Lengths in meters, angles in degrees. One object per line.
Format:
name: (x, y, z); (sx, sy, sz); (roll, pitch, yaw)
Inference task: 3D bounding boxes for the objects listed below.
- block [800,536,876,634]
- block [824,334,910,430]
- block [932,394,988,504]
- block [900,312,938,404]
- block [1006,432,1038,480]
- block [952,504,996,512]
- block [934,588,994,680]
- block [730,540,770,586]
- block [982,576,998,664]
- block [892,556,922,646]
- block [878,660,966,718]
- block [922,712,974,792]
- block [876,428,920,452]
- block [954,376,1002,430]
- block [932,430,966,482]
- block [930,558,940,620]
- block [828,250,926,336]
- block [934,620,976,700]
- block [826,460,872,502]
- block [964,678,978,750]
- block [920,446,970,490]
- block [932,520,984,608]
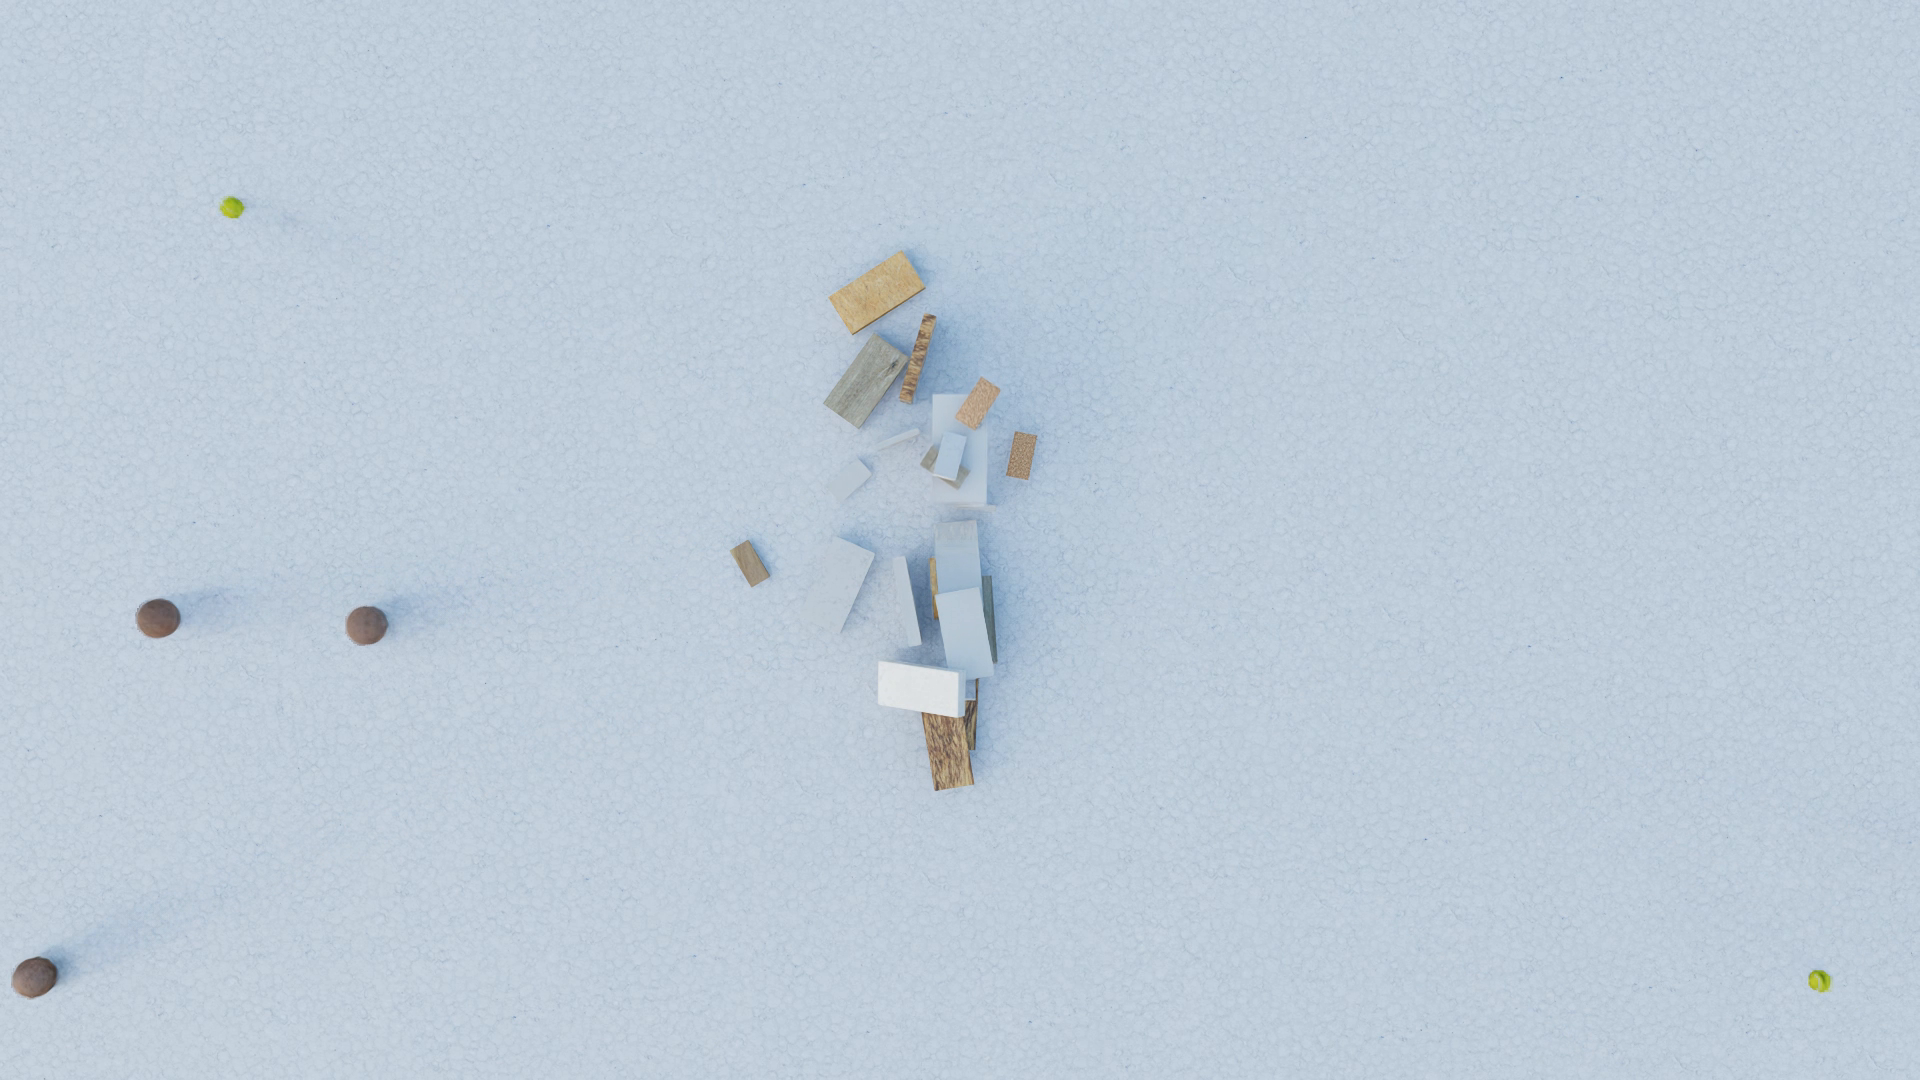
block: (-0.406, 0.149, 5.479); (0.146, 0.041, 0.292); (24, 90, 0)
block: (-0.310, -0.527, 5.479); (0.145, 0.041, 0.290); (36, 90, 0)
block: (-0.001, -0.284, 5.139); (0.168, 0.048, 0.337); (1, 90, 0)
block: (-0.137, -0.594, 5.428); (0.041, 0.145, 0.290); (17, 90, 0)
block: (0.205, -0.281, 5.489); (0.075, 0.021, 0.150); (11, 90, 0)
block: (0.049, -0.110, 5.464); (0.142, 0.071, 0.020); (6, 90, 0)
block: (0.015, 0.308, 5.367); (0.145, 0.041, 0.290); (-10, 89, -1)
block: (-0.699, 0.078, 5.490); (0.072, 0.020, 0.143); (-31, 90, 0)
block: (0.041, 0.267, 5.441); (0.145, 0.041, 0.290); (-4, 76, -1)
block: (-0.172, 0.199, 5.427); (0.041, 0.146, 0.293); (-11, 90, 0)
block: (-0.127, 0.483, 5.385); (0.319, 0.041, 0.146); (5, 98, 34)
block: (-0.040, 0.684, 5.443); (0.133, 0.038, 0.266); (-10, 90, 0)
block: (-0.206, -0.333, 5.462); (0.151, 0.075, 0.021); (-21, 90, 0)
block: (0.056, -0.422, 5.105); (0.075, 0.021, 0.150); (33, 90, 0)
block: (-0.032, -0.259, 5.085); (0.071, 0.020, 0.142); (16, 76, -5)
block: (-0.083, 0.161, 5.447); (0.020, 0.071, 0.196); (-5, 79, 0)
block: (-0.276, -0.821, 5.479); (0.290, 0.041, 0.145); (-33, 90, 0)
block: (-0.016, 0.395, 5.450); (0.133, 0.038, 0.266); (0, 76, 0)
block: (-0.368, -0.197, 5.490); (0.143, 0.020, 0.072); (-42, 90, 0)
block: (-0.009, 0.560, 5.481); (0.133, 0.038, 0.266); (3, 90, 0)
block: (-0.047, -0.222, 5.105); (0.143, 0.020, 0.072); (34, 90, 0)
block: (-0.007, 0.085, 5.444); (0.145, 0.041, 0.290); (-5, 76, -1)
